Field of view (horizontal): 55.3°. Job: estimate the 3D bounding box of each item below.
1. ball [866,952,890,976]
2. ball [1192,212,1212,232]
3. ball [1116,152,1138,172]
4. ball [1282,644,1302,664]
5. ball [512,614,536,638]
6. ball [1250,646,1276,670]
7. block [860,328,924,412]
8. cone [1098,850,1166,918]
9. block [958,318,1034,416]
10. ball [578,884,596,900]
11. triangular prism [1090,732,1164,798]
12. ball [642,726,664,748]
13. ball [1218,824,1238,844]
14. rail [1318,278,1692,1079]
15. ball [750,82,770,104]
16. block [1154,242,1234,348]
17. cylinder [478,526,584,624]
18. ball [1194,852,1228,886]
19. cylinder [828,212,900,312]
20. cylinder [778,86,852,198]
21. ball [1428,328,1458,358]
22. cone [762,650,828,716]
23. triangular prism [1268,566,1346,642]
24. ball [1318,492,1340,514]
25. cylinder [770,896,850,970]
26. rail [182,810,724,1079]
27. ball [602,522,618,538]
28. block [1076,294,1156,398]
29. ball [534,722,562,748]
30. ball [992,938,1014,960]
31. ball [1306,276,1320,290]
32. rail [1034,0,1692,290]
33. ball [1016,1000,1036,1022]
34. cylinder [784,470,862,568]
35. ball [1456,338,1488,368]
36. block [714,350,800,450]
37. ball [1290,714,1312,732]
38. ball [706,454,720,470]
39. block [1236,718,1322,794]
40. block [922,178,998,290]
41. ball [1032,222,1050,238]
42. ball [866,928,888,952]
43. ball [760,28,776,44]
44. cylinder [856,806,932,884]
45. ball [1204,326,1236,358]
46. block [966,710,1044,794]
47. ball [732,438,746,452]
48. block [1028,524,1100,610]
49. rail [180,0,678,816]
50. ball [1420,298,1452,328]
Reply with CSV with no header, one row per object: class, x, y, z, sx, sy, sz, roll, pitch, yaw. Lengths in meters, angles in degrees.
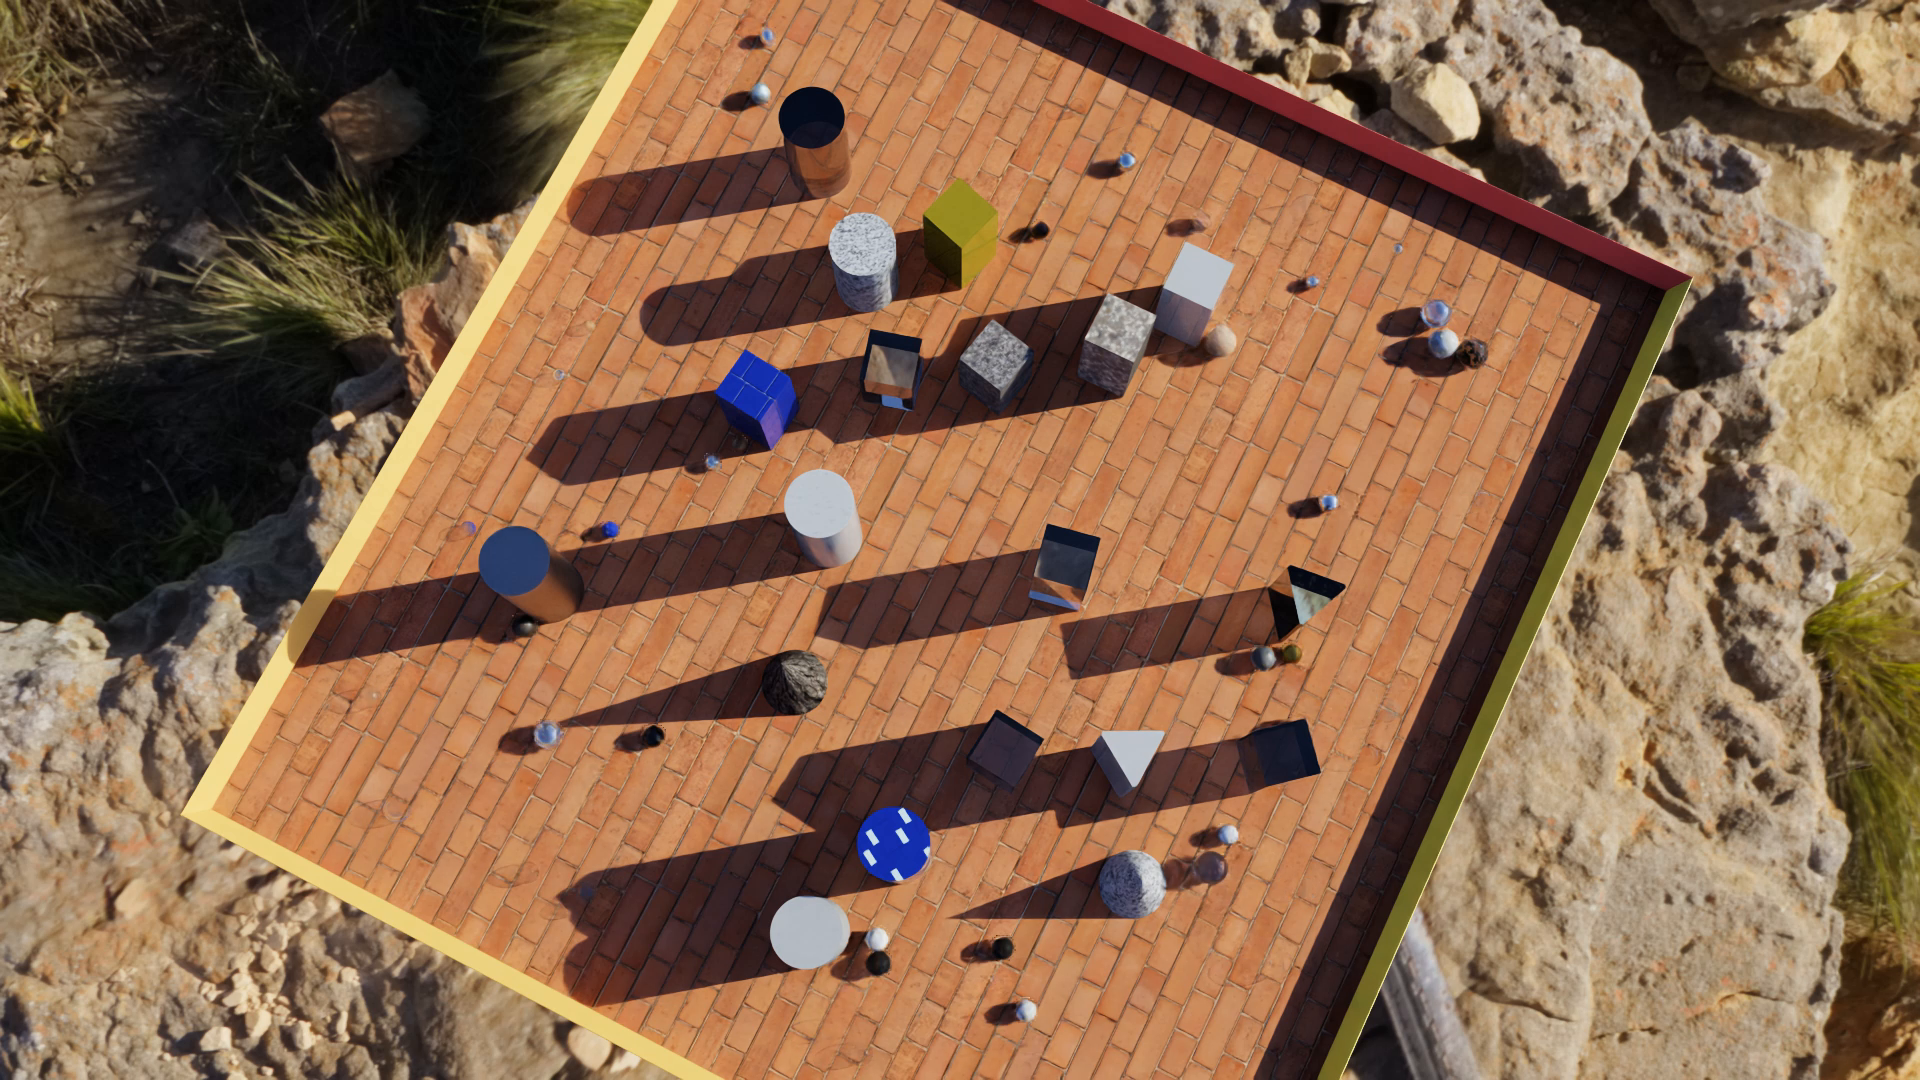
ball,-0.237,1.231,5.324,0.072,0.072,0.072,0,78,0
ball,0.763,-1.006,5.793,0.062,0.062,0.062,0,78,0
ball,0.530,-1.203,5.832,0.066,0.066,0.066,0,78,0
ball,1.000,0.343,5.515,0.059,0.059,0.059,0,78,0
ball,-1.315,0.260,5.524,0.071,0.071,0.071,0,78,0
ball,0.911,0.357,5.505,0.073,0.073,0.073,0,78,0
block,-0.207,-0.517,5.598,0.160,0.246,0.160,11,79,2
cone,0.509,0.986,5.259,0.199,0.301,0.199,0,78,0
block,0.109,-0.523,5.585,0.160,0.274,0.160,39,81,7
ball,-1.094,1.034,5.377,0.050,0.050,0.050,0,78,0
triangular prism,0.499,0.612,5.263,0.150,0.444,0.173,-30,80,-6
ball,-0.914,0.586,5.462,0.065,0.065,0.065,0,78,0
ball,0.791,0.869,5.407,0.059,0.059,0.059,0,78,0
rail,1.461,0.722,5.400,0.045,0.130,3.494,26,80,5
ball,-0.642,-1.433,5.878,0.068,0.068,0.068,0,78,0
block,0.706,-0.743,5.585,0.160,0.363,0.160,26,79,5
cylinder,-1.245,0.106,5.349,0.199,0.480,0.199,0,78,0
ball,0.737,0.961,5.368,0.098,0.098,0.098,0,78,0
cylinder,-0.291,-0.847,5.621,0.199,0.336,0.199,0,78,0
cylinder,-0.444,-1.225,5.673,0.199,0.386,0.199,0,78,0
ball,1.501,-0.611,5.695,0.093,0.093,0.093,0,78,0
cone,-0.499,0.387,5.319,0.199,0.427,0.199,0,78,0
triangular prism,0.989,0.165,5.406,0.173,0.345,0.150,-39,81,-7
ball,1.129,-0.113,5.607,0.065,0.065,0.065,0,78,0
cylinder,-0.422,1.114,5.209,0.199,0.348,0.199,0,78,0
rail,-0.771,1.516,5.236,3.315,0.130,0.045,26,80,5
ball,-1.069,-0.031,5.597,0.050,0.050,0.050,0,78,0
block,0.471,-0.585,5.548,0.160,0.371,0.160,26,79,5
ball,-1.228,0.580,5.455,0.082,0.082,0.082,0,78,0
ball,0.124,1.190,5.337,0.065,0.065,0.065,0,78,0
ball,1.110,-0.811,5.762,0.043,0.043,0.043,0,78,0
rail,0.771,-1.502,5.860,3.315,0.130,0.045,26,80,5
ball,0.191,1.363,5.303,0.062,0.062,0.062,0,78,0
cylinder,-0.398,-0.057,5.399,0.199,0.449,0.199,0,78,0
ball,1.592,-0.579,5.688,0.096,0.096,0.096,0,78,0
block,-0.607,-0.419,5.529,0.160,0.342,0.160,33,80,6
ball,1.015,0.553,5.457,0.070,0.070,0.070,0,78,0
ball,-0.761,-0.239,5.642,0.047,0.047,0.047,0,78,0
block,0.922,0.631,5.328,0.160,0.310,0.160,-14,79,-3
block,0.002,-0.936,5.625,0.160,0.363,0.160,43,81,8
ball,0.257,-0.979,5.792,0.053,0.053,0.053,0,78,0
ball,-0.243,1.164,5.341,0.068,0.068,0.068,0,78,0
ball,-0.621,-1.629,5.927,0.052,0.052,0.052,0,78,0
cylinder,-0.180,0.870,5.193,0.199,0.477,0.199,0,78,0
ball,0.810,-0.616,5.693,0.100,0.100,0.100,0,78,0
block,0.129,0.619,5.327,0.160,0.317,0.160,32,80,6
ball,-0.681,-0.295,5.657,0.040,0.040,0.040,0,78,0
block,0.306,0.084,5.418,0.160,0.354,0.160,15,79,3
rail,-1.461,-0.709,5.696,0.045,0.130,3.494,26,80,5
ball,1.486,-0.707,5.716,0.093,0.093,0.093,0,78,0
